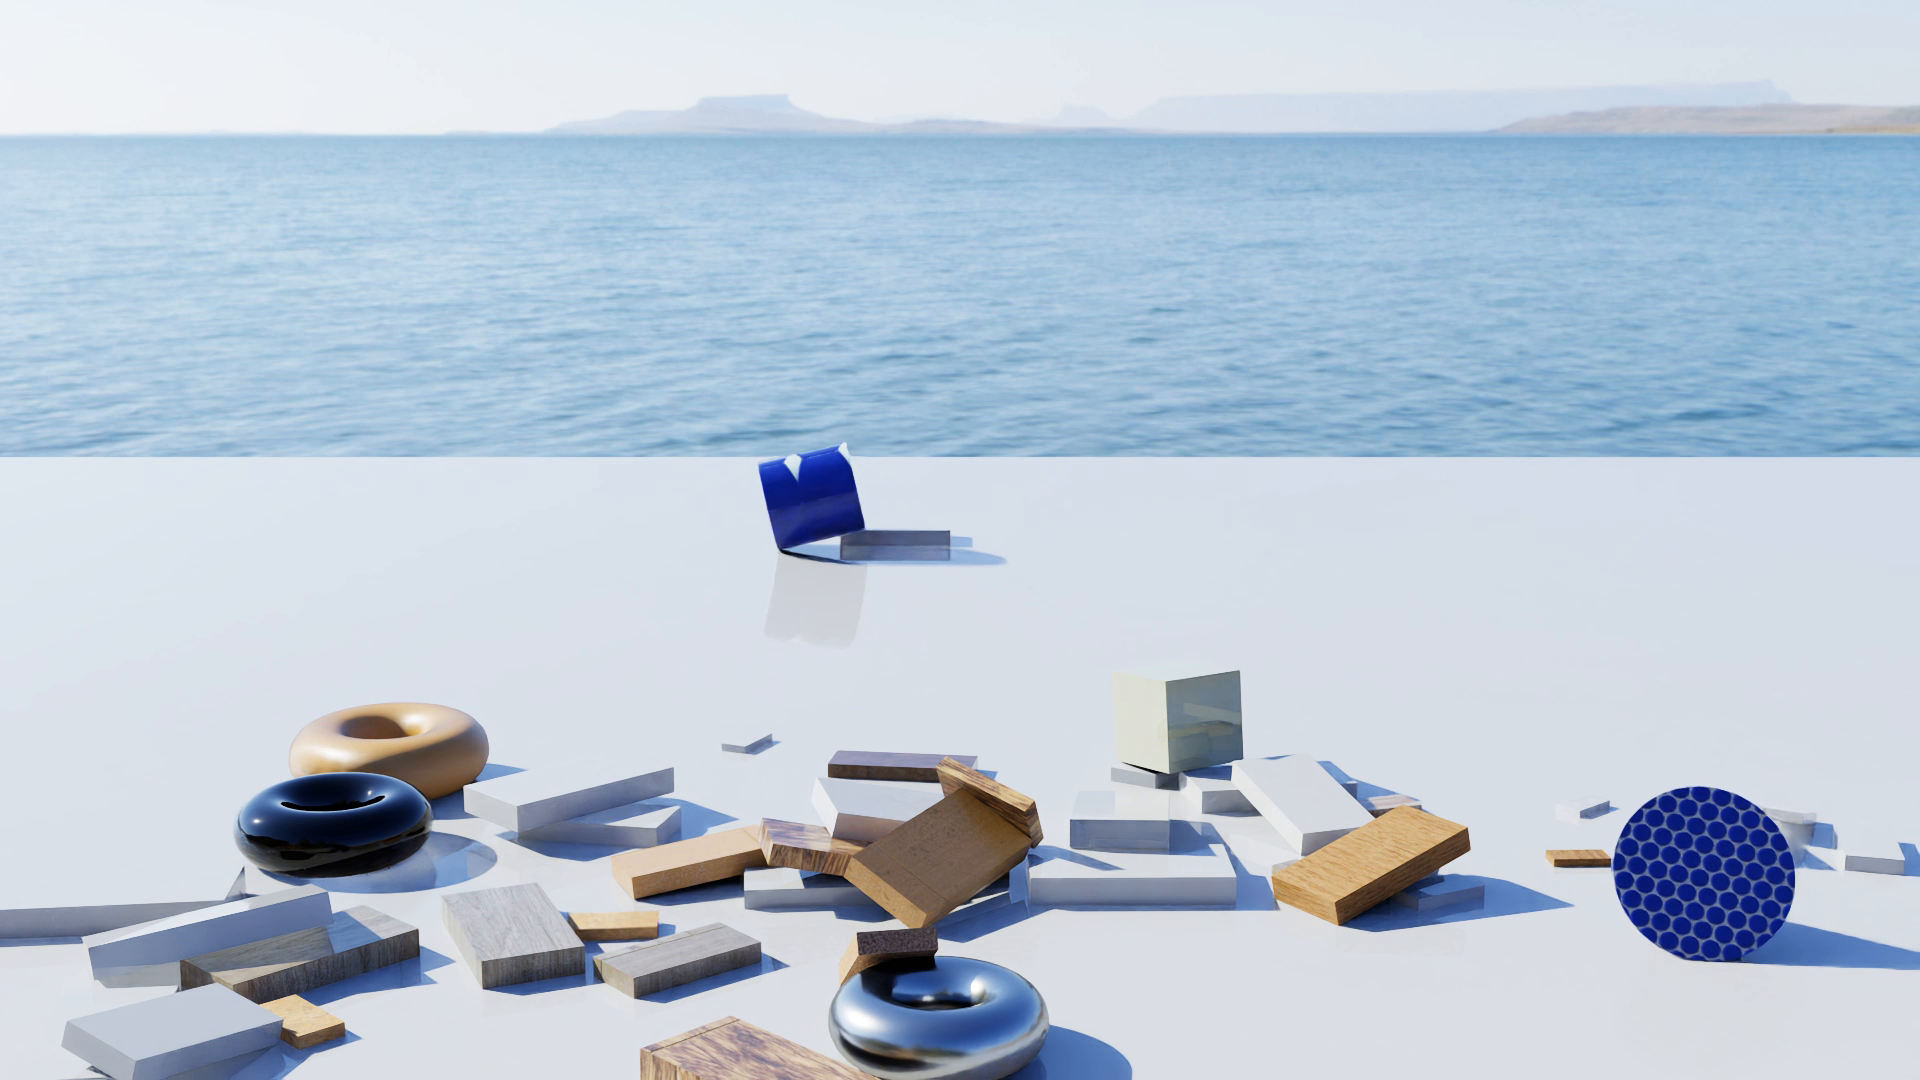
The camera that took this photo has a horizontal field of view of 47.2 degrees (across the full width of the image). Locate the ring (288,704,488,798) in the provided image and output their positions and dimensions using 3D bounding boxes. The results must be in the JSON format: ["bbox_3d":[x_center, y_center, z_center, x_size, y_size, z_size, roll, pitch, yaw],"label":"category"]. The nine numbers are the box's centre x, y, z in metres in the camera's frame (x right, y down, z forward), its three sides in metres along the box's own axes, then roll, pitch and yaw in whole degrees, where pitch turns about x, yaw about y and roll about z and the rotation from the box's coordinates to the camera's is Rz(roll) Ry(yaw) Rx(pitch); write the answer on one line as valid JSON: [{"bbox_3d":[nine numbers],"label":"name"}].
[{"bbox_3d":[-1.109,0.414,4.278,0.379,0.126,0.379,0,12,0],"label":"ring"}]

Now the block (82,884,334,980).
[{"bbox_3d":[-1.141,0.591,3.334,0.344,0.049,0.172,-11,0,-25],"label":"block"}]

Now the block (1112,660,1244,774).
[{"bbox_3d":[0.426,0.344,4.307,0.179,0.179,0.179,-6,6,-30],"label":"block"}]

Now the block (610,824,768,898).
[{"bbox_3d":[-0.447,0.545,3.737,0.263,0.037,0.131,-10,12,-23],"label":"block"}]

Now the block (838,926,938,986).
[{"bbox_3d":[-0.106,0.604,3.185,0.114,0.032,0.228,-2,-22,-11],"label":"block"}]

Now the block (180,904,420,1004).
[{"bbox_3d":[-0.996,0.631,3.329,0.156,0.044,0.311,10,14,42],"label":"block"}]

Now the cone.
[{"bbox_3d":[1.174,0.554,3.533,0.271,0.271,0.271,2,-16,11],"label":"cone"}]

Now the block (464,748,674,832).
[{"bbox_3d":[-0.716,0.458,4.043,0.344,0.049,0.172,-10,15,-44],"label":"block"}]

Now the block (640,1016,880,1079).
[{"bbox_3d":[-0.246,0.714,2.877,0.355,0.045,0.158,10,15,43],"label":"block"}]

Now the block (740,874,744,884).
[{"bbox_3d":[-0.302,0.564,3.754,0.142,0.020,0.071,-1,11,-4],"label":"block"}]

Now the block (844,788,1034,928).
[{"bbox_3d":[-0.032,0.524,3.623,0.158,0.045,0.316,35,32,21],"label":"block"}]

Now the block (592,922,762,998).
[{"bbox_3d":[-0.428,0.636,3.335,0.228,0.032,0.114,-9,14,-39],"label":"block"}]

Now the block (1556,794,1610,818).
[{"bbox_3d":[1.168,0.499,4.121,0.100,0.014,0.050,-9,14,-41],"label":"block"}]

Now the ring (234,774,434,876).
[{"bbox_3d":[-1.099,0.498,3.863,0.339,0.113,0.339,1,11,0],"label":"ring"}]

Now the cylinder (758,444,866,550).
[{"bbox_3d":[-0.448,-0.131,6.668,0.272,0.272,0.272,-13,11,-3],"label":"cylinder"}]

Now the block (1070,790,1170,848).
[{"bbox_3d":[0.287,0.494,3.906,0.169,0.048,0.338,0,2,5],"label":"block"}]

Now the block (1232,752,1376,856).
[{"bbox_3d":[0.628,0.479,4.012,0.152,0.043,0.304,-4,20,-16],"label":"block"}]

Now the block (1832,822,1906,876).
[{"bbox_3d":[1.594,0.541,3.860,0.095,0.027,0.191,3,11,15],"label":"block"}]

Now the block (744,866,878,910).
[{"bbox_3d":[-0.244,0.576,3.658,0.228,0.032,0.114,-1,11,-5],"label":"block"}]

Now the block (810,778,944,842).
[{"bbox_3d":[-0.085,0.480,3.801,0.316,0.045,0.158,10,13,-20],"label":"block"}]

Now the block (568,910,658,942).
[{"bbox_3d":[-0.551,0.613,3.491,0.142,0.020,0.071,-1,11,-6],"label":"block"}]

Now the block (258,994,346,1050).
[{"bbox_3d":[-0.940,0.682,3.116,0.071,0.020,0.142,-10,15,-44],"label":"block"}]

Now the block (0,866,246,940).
[{"bbox_3d":[-1.528,0.589,3.540,0.699,0.049,0.172,-1,11,-7],"label":"block"}]

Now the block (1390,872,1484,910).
[{"bbox_3d":[0.793,0.583,3.650,0.141,0.020,0.071,-6,12,-28],"label":"block"}]

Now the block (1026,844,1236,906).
[{"bbox_3d":[0.283,0.561,3.692,0.338,0.048,0.169,0,11,-1],"label":"block"}]

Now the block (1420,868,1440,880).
[{"bbox_3d":[0.778,0.553,3.725,0.100,0.050,0.014,-8,31,-38],"label":"block"}]

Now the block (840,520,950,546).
[{"bbox_3d":[-0.200,-0.021,6.826,0.338,0.048,0.169,0,11,0],"label":"block"}]

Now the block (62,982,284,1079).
[{"bbox_3d":[-1.060,0.666,2.973,0.131,0.037,0.263,20,9,25],"label":"block"}]

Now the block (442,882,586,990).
[{"bbox_3d":[-0.699,0.613,3.426,0.156,0.044,0.311,-5,11,-23],"label":"block"}]

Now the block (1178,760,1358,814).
[{"bbox_3d":[0.586,0.470,4.195,0.304,0.043,0.152,-2,11,-10],"label":"block"}]

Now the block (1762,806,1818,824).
[{"bbox_3d":[1.506,0.500,3.992,0.071,0.020,0.159,6,-3,30],"label":"block"}]

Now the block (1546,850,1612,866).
[{"bbox_3d":[1.076,0.553,3.827,0.100,0.014,0.050,0,11,-2],"label":"block"}]

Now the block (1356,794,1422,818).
[{"bbox_3d":[0.781,0.500,4.100,0.141,0.020,0.071,-4,11,-19],"label":"block"}]

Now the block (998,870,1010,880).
[{"bbox_3d":[0.024,0.566,3.756,0.113,0.016,0.056,-2,11,-11],"label":"block"}]

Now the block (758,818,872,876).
[{"bbox_3d":[-0.199,0.521,3.674,0.262,0.037,0.131,11,9,-15],"label":"block"}]

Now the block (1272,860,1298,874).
[{"bbox_3d":[0.590,0.570,3.733,0.058,0.016,0.115,-7,13,-34],"label":"block"}]

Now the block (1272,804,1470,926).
[{"bbox_3d":[0.683,0.536,3.649,0.304,0.043,0.152,-22,20,-29],"label":"block"}]

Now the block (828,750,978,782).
[{"bbox_3d":[-0.112,0.449,4.354,0.284,0.028,0.099,2,11,8],"label":"block"}]

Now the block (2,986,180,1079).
[{"bbox_3d":[-1.180,0.691,3.002,0.156,0.044,0.311,-1,11,-7],"label":"block"}]

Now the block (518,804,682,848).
[{"bbox_3d":[-0.652,0.512,3.987,0.262,0.037,0.131,2,11,12],"label":"block"}]

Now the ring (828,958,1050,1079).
[{"bbox_3d":[-0.029,0.659,3.025,0.305,0.102,0.305,1,10,0],"label":"ring"}]

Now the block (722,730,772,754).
[{"bbox_3d":[-0.441,0.418,4.553,0.056,0.016,0.112,5,12,24],"label":"block"}]

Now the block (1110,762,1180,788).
[{"bbox_3d":[0.389,0.448,4.359,0.099,0.028,0.197,7,12,32],"label":"block"}]

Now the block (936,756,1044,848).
[{"bbox_3d":[0.051,0.449,3.763,0.197,0.099,0.028,23,53,35],"label":"block"}]
